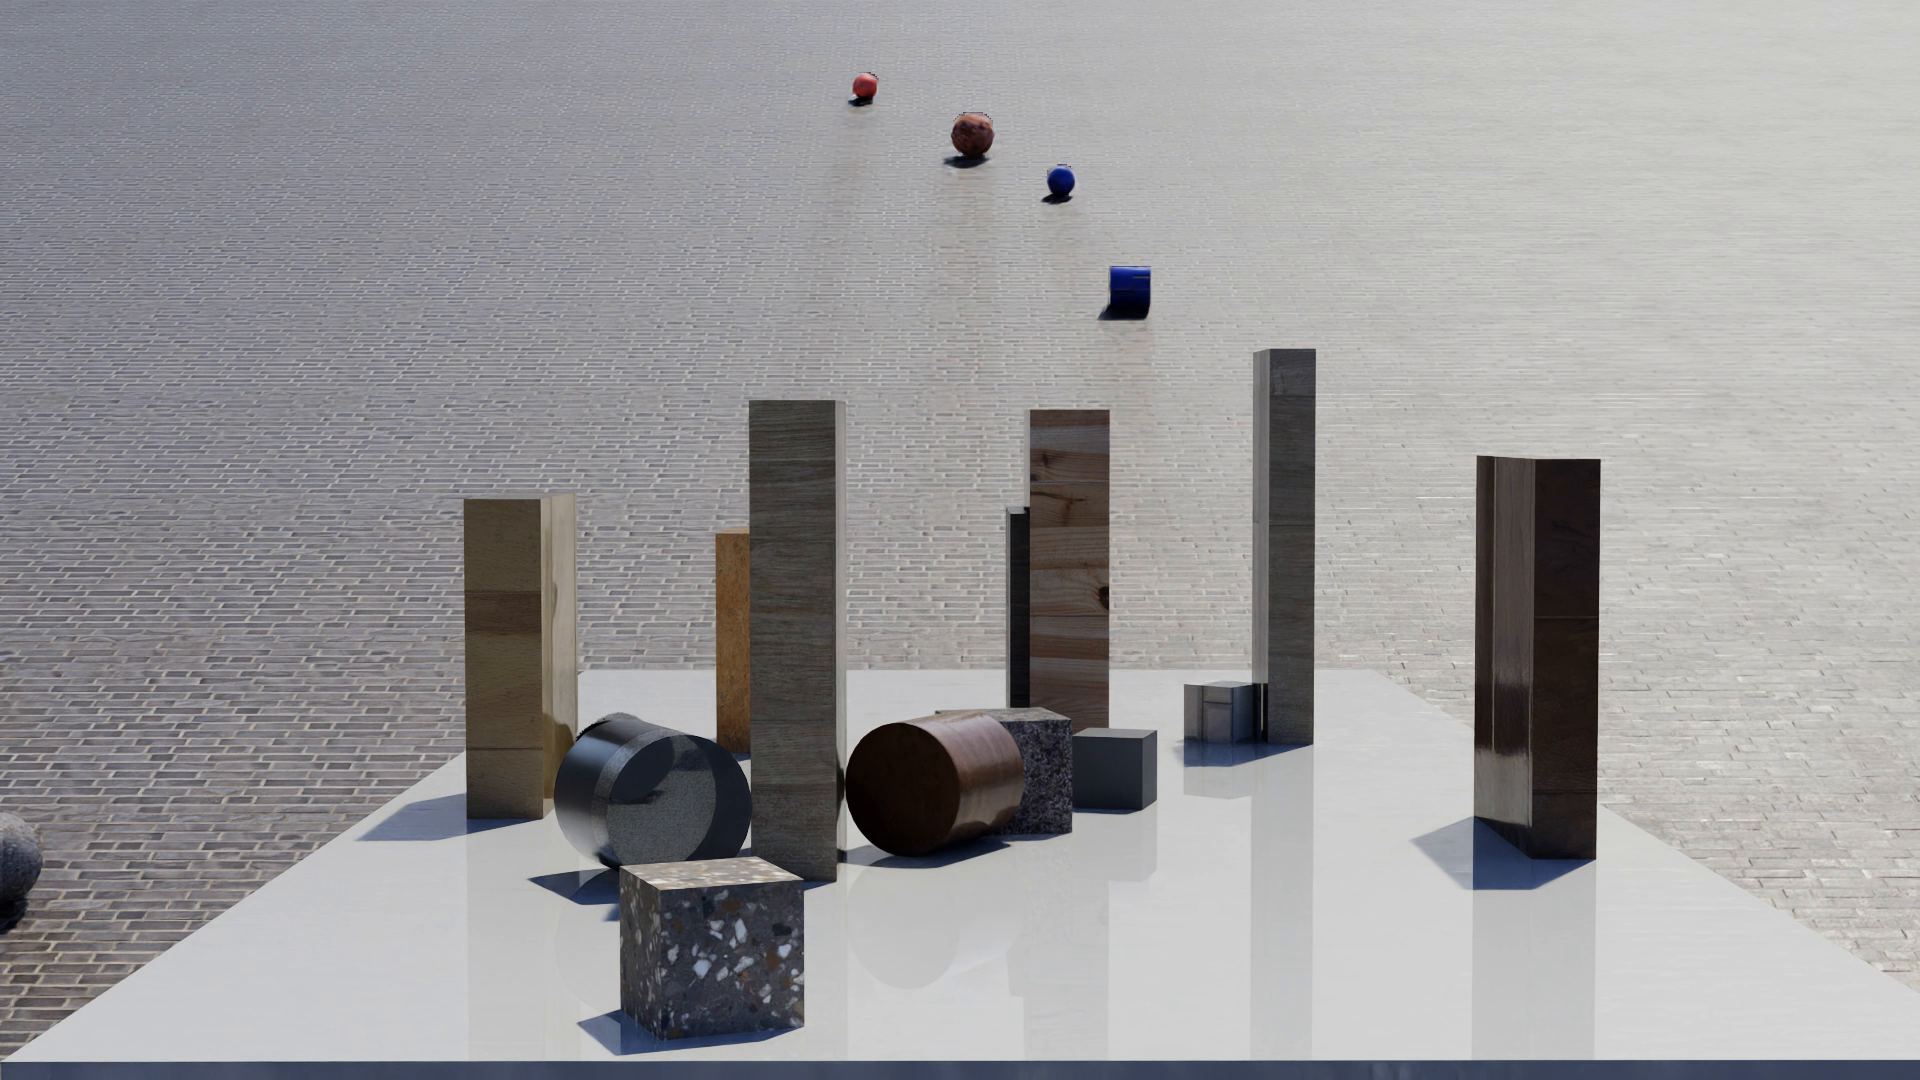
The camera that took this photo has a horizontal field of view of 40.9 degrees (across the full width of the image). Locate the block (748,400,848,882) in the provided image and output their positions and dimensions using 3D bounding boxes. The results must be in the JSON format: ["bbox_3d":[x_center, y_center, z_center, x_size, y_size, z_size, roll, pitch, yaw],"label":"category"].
[{"bbox_3d":[-0.228,0.132,3.671,0.117,0.659,0.330,0,3,0],"label":"block"}]

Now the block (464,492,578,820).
[{"bbox_3d":[-0.723,0.180,4.263,0.122,0.508,0.385,0,3,0],"label":"block"}]

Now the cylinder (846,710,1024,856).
[{"bbox_3d":[-0.036,0.357,3.810,0.195,0.195,0.195,13,9,29],"label":"cylinder"}]

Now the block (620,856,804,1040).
[{"bbox_3d":[-0.263,0.428,2.716,0.154,0.154,0.154,-1,3,-23],"label":"block"}]

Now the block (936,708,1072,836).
[{"bbox_3d":[0.066,0.359,4.005,0.174,0.174,0.174,-1,3,-14],"label":"block"}]

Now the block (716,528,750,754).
[{"bbox_3d":[-0.400,0.190,5.032,0.128,0.418,0.290,0,3,0],"label":"block"}]

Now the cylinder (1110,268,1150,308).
[{"bbox_3d":[0.638,-0.946,9.655,0.149,0.149,0.149,1,23,3],"label":"cylinder"}]

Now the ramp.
[{"bbox_3d":[0.052,0.472,4.535,2.000,0.100,4.000,0,3,0],"label":"ramp"}]

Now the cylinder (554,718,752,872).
[{"bbox_3d":[-0.426,0.362,3.552,0.210,0.210,0.210,-12,8,-27],"label":"cylinder"}]

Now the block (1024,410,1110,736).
[{"bbox_3d":[0.205,0.072,5.035,0.149,0.652,0.419,0,3,0],"label":"block"}]

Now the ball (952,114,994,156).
[{"bbox_3d":[0.058,-1.855,11.786,0.195,0.195,0.195,0,23,0],"label":"ball"}]

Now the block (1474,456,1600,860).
[{"bbox_3d":[0.868,0.162,3.894,0.094,0.576,0.415,0,3,0],"label":"block"}]

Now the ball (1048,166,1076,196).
[{"bbox_3d":[0.439,-1.554,11.152,0.125,0.125,0.125,0,23,0],"label":"ball"}]

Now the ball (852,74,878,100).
[{"bbox_3d":[-0.474,-2.262,12.858,0.124,0.124,0.124,0,23,0],"label":"ball"}]

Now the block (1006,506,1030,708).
[{"bbox_3d":[0.144,0.169,5.049,0.101,0.457,0.421,0,3,0],"label":"block"}]

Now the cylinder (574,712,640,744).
[{"bbox_3d":[-0.593,0.365,4.414,0.125,0.125,0.125,1,3,2],"label":"cylinder"}]

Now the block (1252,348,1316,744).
[{"bbox_3d":[0.645,0.008,5.143,0.090,0.771,0.277,0,3,0],"label":"block"}]

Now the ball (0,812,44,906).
[{"bbox_3d":[-2.114,0.697,5.623,0.207,0.207,0.207,0,23,0],"label":"ball"}]

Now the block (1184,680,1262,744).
[{"bbox_3d":[0.521,0.340,5.108,0.110,0.110,0.110,2,3,40],"label":"block"}]

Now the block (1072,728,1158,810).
[{"bbox_3d":[0.256,0.376,4.241,0.117,0.117,0.117,1,3,16],"label":"block"}]
